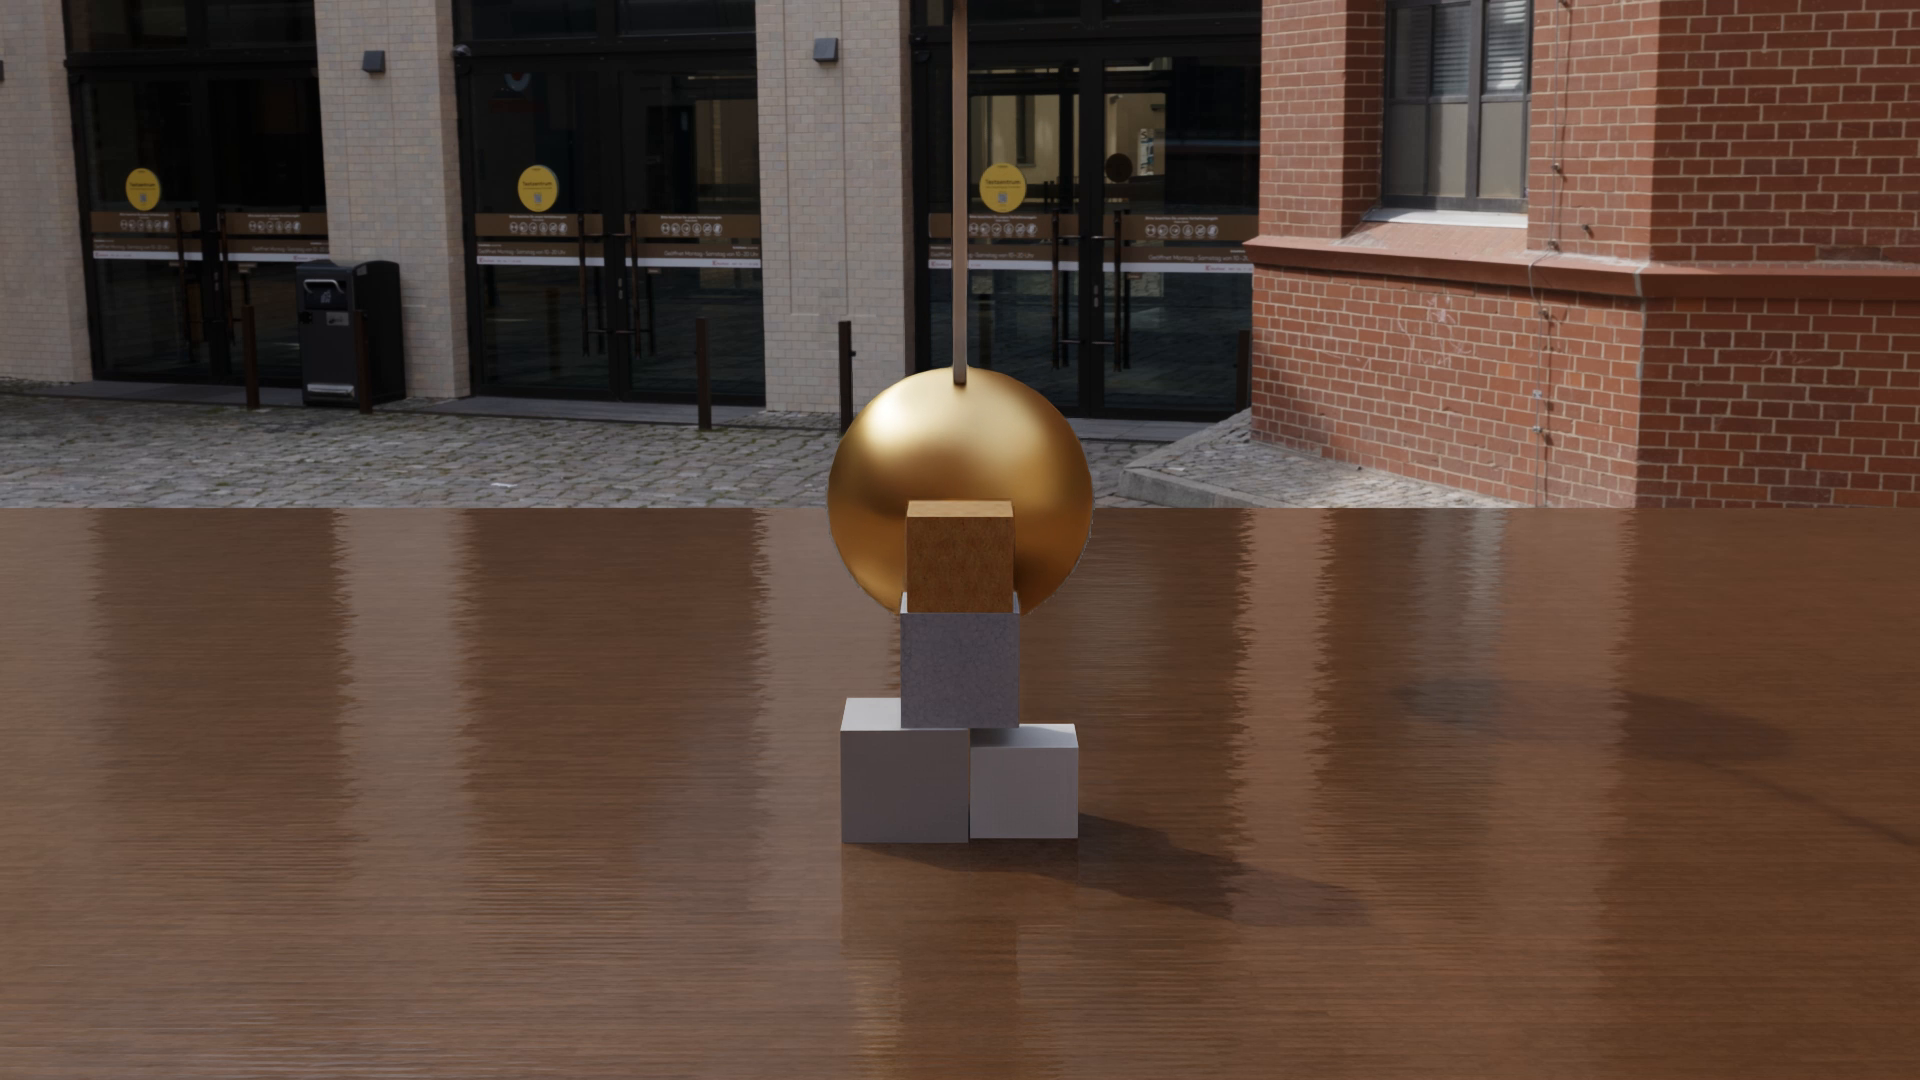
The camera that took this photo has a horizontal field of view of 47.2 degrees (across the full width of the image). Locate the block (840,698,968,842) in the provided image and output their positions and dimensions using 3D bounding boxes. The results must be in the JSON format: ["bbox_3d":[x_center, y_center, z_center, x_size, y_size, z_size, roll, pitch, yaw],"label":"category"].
[{"bbox_3d":[-0.279,1.185,11.405,0.641,0.587,0.655,0,10,0],"label":"block"}]

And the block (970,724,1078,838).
[{"bbox_3d":[0.326,1.244,11.387,0.548,0.479,0.460,0,10,0],"label":"block"}]

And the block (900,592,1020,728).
[{"bbox_3d":[0.000,0.610,11.273,0.595,0.592,0.513,0,10,0],"label":"block"}]

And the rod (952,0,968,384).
[{"bbox_3d":[0.000,-3.171,11.517,0.080,5.200,0.080,0,31,0],"label":"rod"}]

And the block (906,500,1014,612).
[{"bbox_3d":[0.000,0.080,11.178,0.528,0.486,0.500,0,10,0],"label":"block"}]

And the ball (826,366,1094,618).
[{"bbox_3d":[0.000,-0.242,13.245,1.600,1.600,1.600,0,10,0],"label":"ball"}]
